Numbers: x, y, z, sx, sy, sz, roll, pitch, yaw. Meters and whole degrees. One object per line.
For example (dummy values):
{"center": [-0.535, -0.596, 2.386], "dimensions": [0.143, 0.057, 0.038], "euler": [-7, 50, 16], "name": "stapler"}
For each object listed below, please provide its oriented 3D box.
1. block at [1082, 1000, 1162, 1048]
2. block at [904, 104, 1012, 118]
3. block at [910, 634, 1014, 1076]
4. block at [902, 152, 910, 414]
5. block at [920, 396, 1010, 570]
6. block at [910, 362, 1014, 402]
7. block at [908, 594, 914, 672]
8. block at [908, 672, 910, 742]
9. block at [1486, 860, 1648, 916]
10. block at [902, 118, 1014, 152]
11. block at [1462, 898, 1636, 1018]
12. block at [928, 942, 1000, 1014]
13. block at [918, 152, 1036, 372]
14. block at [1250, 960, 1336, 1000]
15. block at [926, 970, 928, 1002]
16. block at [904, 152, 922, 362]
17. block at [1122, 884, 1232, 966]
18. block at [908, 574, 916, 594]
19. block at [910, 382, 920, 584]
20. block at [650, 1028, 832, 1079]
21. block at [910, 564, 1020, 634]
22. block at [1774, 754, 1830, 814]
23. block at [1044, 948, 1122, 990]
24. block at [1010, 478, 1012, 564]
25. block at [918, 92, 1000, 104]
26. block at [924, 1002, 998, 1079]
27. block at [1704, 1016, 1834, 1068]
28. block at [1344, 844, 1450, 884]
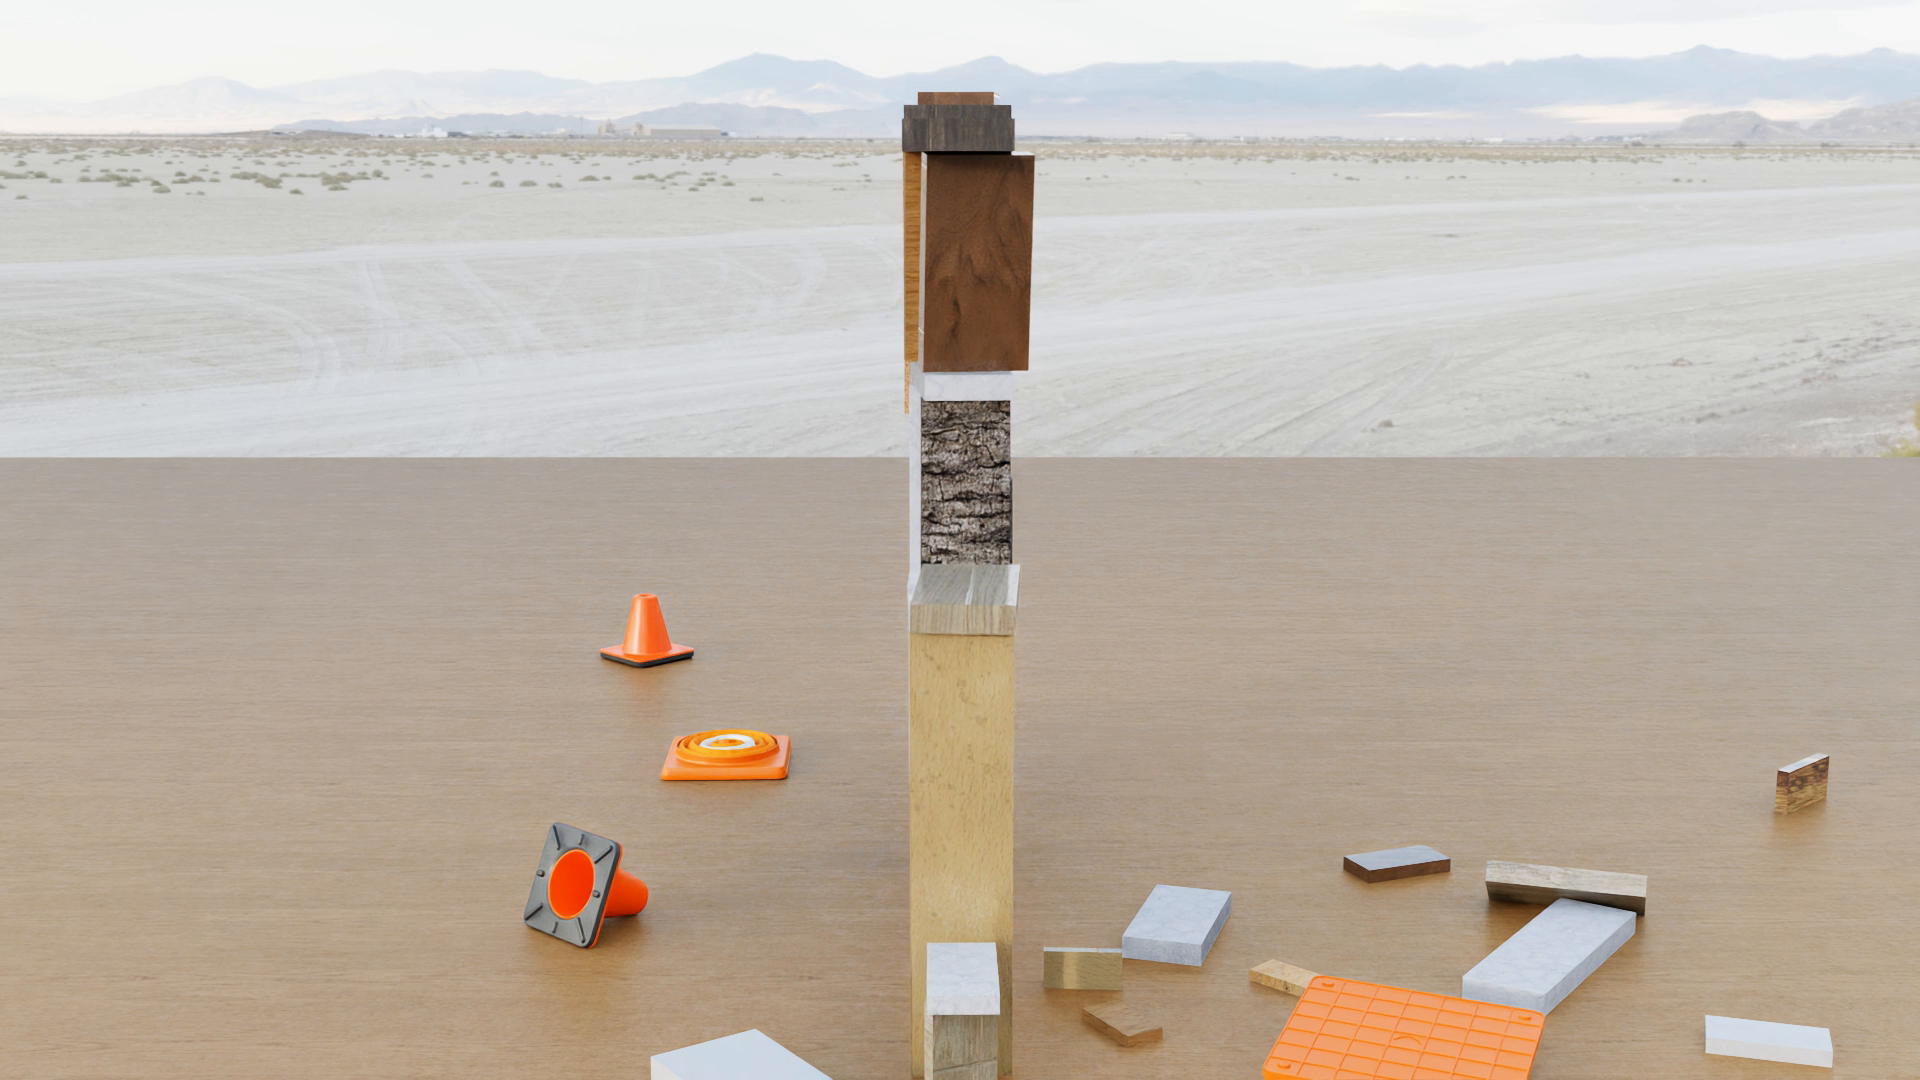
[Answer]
{"center": [0.229, 0.685, 3.114], "dimensions": [0.058, 0.016, 0.116], "euler": [-6, 12, -30], "name": "block"}
{"center": [-0.004, -0.702, 3.684], "dimensions": [0.172, 0.049, 0.345], "euler": [0, 10, 0], "name": "block"}
{"center": [0.002, 0.416, 2.921], "dimensions": [0.136, 0.615, 0.039], "euler": [0, 11, -1], "name": "block"}
{"center": [-0.004, -0.434, 3.613], "dimensions": [0.172, 0.453, 0.049], "euler": [1, 11, 5], "name": "block"}
{"center": [0.008, -0.084, 3.375], "dimensions": [0.135, 0.270, 0.038], "euler": [0, 11, -4], "name": "block"}
{"center": [0.000, -0.253, 3.439], "dimensions": [0.135, 0.038, 0.270], "euler": [-1, 11, -6], "name": "block"}
{"center": [-0.003, 0.213, 3.077], "dimensions": [0.136, 0.272, 0.039], "euler": [0, 10, -2], "name": "block"}
{"center": [-0.009, 0.253, 3.658], "dimensions": [0.151, 0.302, 0.043], "euler": [0, 11, 1], "name": "block"}
{"center": [0.980, 0.562, 3.556], "dimensions": [0.247, 0.035, 0.123], "euler": [3, -22, 18], "name": "block"}
{"center": [-0.005, -0.615, 3.349], "dimensions": [0.164, 0.046, 0.328], "euler": [0, 10, -1], "name": "block"}
{"center": [0.903, 0.631, 3.352], "dimensions": [0.123, 0.035, 0.410], "euler": [7, 13, 34], "name": "block"}
{"center": [0.003, 0.557, 2.798], "dimensions": [0.090, 0.025, 0.179], "euler": [0, 11, -1], "name": "block"}
{"center": [0.024, -0.421, 3.333], "dimensions": [0.164, 0.328, 0.046], "euler": [-2, 16, -11], "name": "block"}
{"center": [0.495, 0.655, 3.275], "dimensions": [0.116, 0.016, 0.058], "euler": [10, 15, 44], "name": "block"}
{"center": [0.002, 0.646, 2.875], "dimensions": [0.090, 0.179, 0.025], "euler": [0, 11, 0], "name": "block"}
{"center": [-0.006, -0.449, 3.493], "dimensions": [0.164, 0.328, 0.046], "euler": [-1, 10, -5], "name": "block"}
{"center": [0.345, 0.607, 3.480], "dimensions": [0.123, 0.035, 0.247], "euler": [3, 11, 17], "name": "block"}
{"center": [-0.008, 0.065, 3.725], "dimensions": [0.151, 0.043, 0.302], "euler": [0, 11, 1], "name": "block"}
{"center": [-0.013, -0.091, 3.560], "dimensions": [0.135, 0.324, 0.038], "euler": [1, 11, 4], "name": "block"}
{"center": [-0.193, 0.738, 2.750], "dimensions": [0.159, 0.045, 0.528], "euler": [-7, 13, -34], "name": "block"}
{"center": [0.010, 0.077, 2.954], "dimensions": [0.136, 0.039, 0.272], "euler": [0, 10, 3], "name": "block"}
{"center": [1.589, 0.459, 4.149], "dimensions": [0.163, 0.081, 0.023], "euler": [-10, 14, -43], "name": "block"}
{"center": [0.182, 0.636, 3.263], "dimensions": [0.116, 0.058, 0.016], "euler": [1, 11, 3], "name": "block"}
{"center": [0.005, 0.062, 3.946], "dimensions": [0.174, 0.348, 0.049], "euler": [1, 11, 4], "name": "block"}
{"center": [0.000, -0.838, 4.224], "dimensions": [0.142, 0.040, 0.284], "euler": [1, 10, 3], "name": "block"}
{"center": [0.001, 0.665, 2.776], "dimensions": [0.090, 0.179, 0.025], "euler": [-5, 11, -25], "name": "block"}
{"center": [1.119, 0.694, 3.047], "dimensions": [0.163, 0.023, 0.081], "euler": [3, 11, 17], "name": "block"}
{"center": [0.752, 0.557, 3.783], "dimensions": [0.163, 0.023, 0.081], "euler": [-4, 11, -22], "name": "block"}
